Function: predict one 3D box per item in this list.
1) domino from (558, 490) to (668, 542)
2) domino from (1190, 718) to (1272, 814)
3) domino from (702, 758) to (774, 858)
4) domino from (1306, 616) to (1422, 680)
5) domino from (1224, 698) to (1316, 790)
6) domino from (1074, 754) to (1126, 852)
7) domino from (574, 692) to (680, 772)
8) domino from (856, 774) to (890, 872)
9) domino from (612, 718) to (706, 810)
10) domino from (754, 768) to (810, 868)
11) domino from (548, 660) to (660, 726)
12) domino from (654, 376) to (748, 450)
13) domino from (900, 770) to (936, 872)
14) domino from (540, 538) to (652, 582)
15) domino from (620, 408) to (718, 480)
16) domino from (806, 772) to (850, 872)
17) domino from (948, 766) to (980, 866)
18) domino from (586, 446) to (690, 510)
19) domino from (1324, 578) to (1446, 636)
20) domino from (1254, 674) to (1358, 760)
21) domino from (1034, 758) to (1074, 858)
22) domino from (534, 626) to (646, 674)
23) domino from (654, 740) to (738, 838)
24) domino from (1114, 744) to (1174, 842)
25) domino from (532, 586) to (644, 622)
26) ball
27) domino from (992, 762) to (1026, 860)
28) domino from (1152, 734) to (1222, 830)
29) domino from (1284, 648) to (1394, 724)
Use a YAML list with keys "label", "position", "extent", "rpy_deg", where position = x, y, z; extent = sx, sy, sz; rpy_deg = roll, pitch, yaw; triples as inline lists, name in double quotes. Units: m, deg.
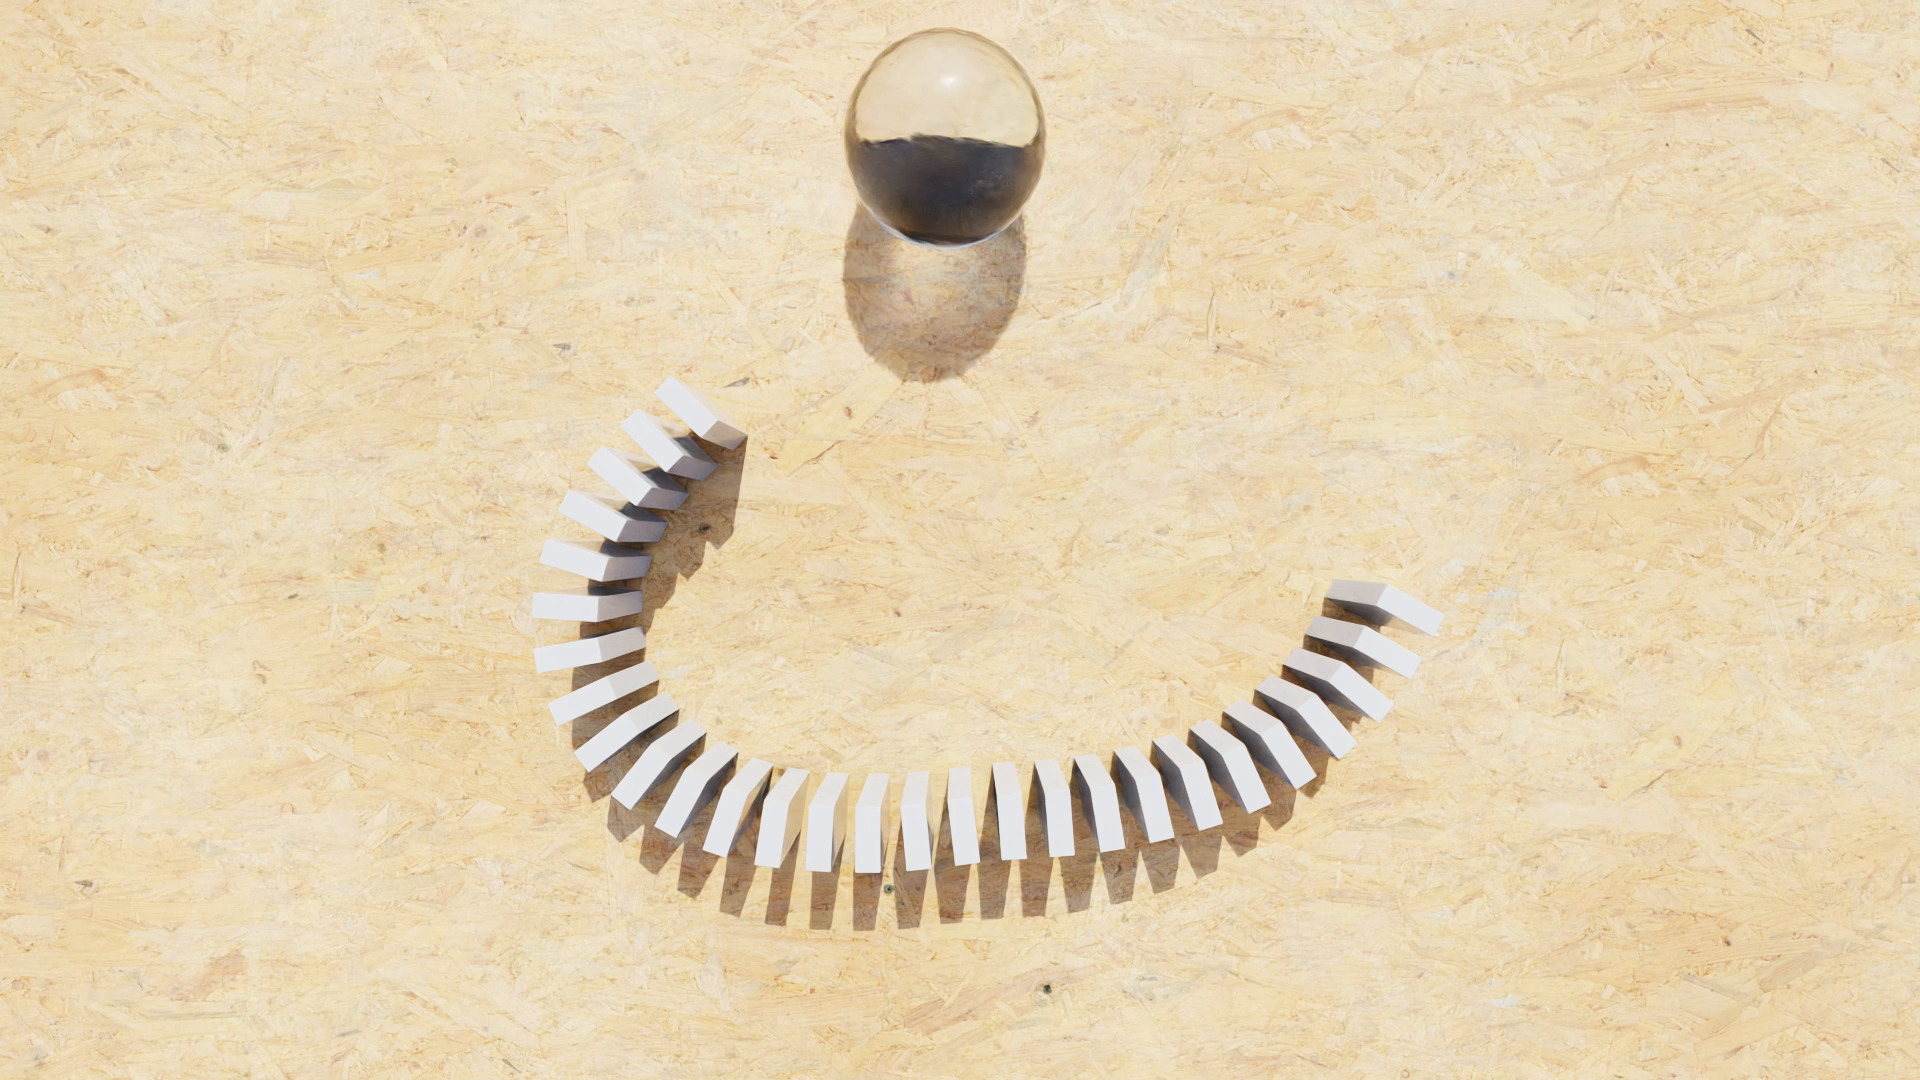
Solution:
- label: "domino"
  position: [-0.140, -0.009, 0.375]
  extent: [0.025, 0.050, 0.010]
  rpy_deg: [28, 90, 0]
- label: "domino"
  position: [0.109, 0.091, 0.375]
  extent: [0.009, 0.050, 0.025]
  rpy_deg: [-25, 90, 0]
- label: "domino"
  position: [-0.090, 0.108, 0.375]
  extent: [0.010, 0.050, 0.025]
  rpy_deg: [19, 90, 0]
- label: "domino"
  position: [0.164, 0.043, 0.375]
  extent: [0.025, 0.050, 0.009]
  rpy_deg: [29, 90, 0]
- label: "domino"
  position: [0.126, 0.082, 0.375]
  extent: [0.009, 0.050, 0.025]
  rpy_deg: [-33, 90, 0]
- label: "domino"
  position: [0.056, 0.106, 0.375]
  extent: [0.009, 0.050, 0.025]
  rpy_deg: [-9, 90, 0]
- label: "domino"
  position: [-0.135, 0.077, 0.375]
  extent: [0.025, 0.050, 0.009]
  rpy_deg: [-38, 90, 0]
- label: "domino"
  position: [-0.035, 0.115, 0.375]
  extent: [0.009, 0.050, 0.025]
  rpy_deg: [0, 90, 0]
- label: "domino"
  position: [-0.122, 0.090, 0.375]
  extent: [0.010, 0.050, 0.025]
  rpy_deg: [39, 90, 0]
- label: "domino"
  position: [-0.072, 0.112, 0.375]
  extent: [0.010, 0.050, 0.025]
  rpy_deg: [9, 90, 0]
- label: "domino"
  position: [-0.144, 0.062, 0.375]
  extent: [0.025, 0.050, 0.010]
  rpy_deg: [-25, 90, 0]
- label: "domino"
  position: [-0.105, -0.051, 0.375]
  extent: [0.025, 0.050, 0.009]
  rpy_deg: [43, 90, 0]
- label: "domino"
  position: [-0.017, 0.114, 0.375]
  extent: [0.009, 0.050, 0.025]
  rpy_deg: [-6, 90, 0]
- label: "domino"
  position: [-0.148, 0.008, 0.375]
  extent: [0.025, 0.050, 0.009]
  rpy_deg: [17, 90, 0]
- label: "domino"
  position: [-0.118, -0.038, 0.375]
  extent: [0.009, 0.050, 0.025]
  rpy_deg: [-45, 90, 0]
- label: "domino"
  position: [-0.054, 0.114, 0.375]
  extent: [0.010, 0.050, 0.025]
  rpy_deg: [3, 90, 0]
- label: "domino"
  position: [0.001, 0.111, 0.375]
  extent: [0.009, 0.050, 0.025]
  rpy_deg: [-7, 90, 0]
- label: "domino"
  position: [-0.130, -0.025, 0.375]
  extent: [0.025, 0.050, 0.010]
  rpy_deg: [40, 90, 0]
- label: "domino"
  position: [0.172, 0.027, 0.375]
  extent: [0.025, 0.050, 0.009]
  rpy_deg: [29, 90, 0]
- label: "domino"
  position: [0.140, 0.071, 0.375]
  extent: [0.009, 0.050, 0.025]
  rpy_deg: [-40, 90, 0]
- label: "domino"
  position: [0.038, 0.108, 0.375]
  extent: [0.009, 0.050, 0.025]
  rpy_deg: [-4, 90, 0]
- label: "domino"
  position: [-0.150, 0.044, 0.375]
  extent: [0.025, 0.050, 0.010]
  rpy_deg: [-10, 90, 0]
- label: "domino"
  position: [-0.107, 0.101, 0.375]
  extent: [0.010, 0.050, 0.025]
  rpy_deg: [29, 90, 0]
- label: "domino"
  position: [0.074, 0.103, 0.375]
  extent: [0.010, 0.050, 0.025]
  rpy_deg: [-13, 90, 0]
- label: "domino"
  position: [-0.151, 0.026, 0.375]
  extent: [0.025, 0.050, 0.009]
  rpy_deg: [4, 90, 0]
- label: "ball"
  position: [-0.006, -0.156, 0.360]
  extent: [0.080, 0.080, 0.080]
  rpy_deg: [0, 90, 0]
- label: "domino"
  position: [0.020, 0.110, 0.375]
  extent: [0.009, 0.050, 0.025]
  rpy_deg: [-4, 90, 0]
- label: "domino"
  position: [0.092, 0.098, 0.375]
  extent: [0.010, 0.050, 0.025]
  rpy_deg: [-17, 90, 0]
- label: "domino"
  position: [0.153, 0.058, 0.375]
  extent: [0.025, 0.050, 0.009]
  rpy_deg: [40, 90, 0]
